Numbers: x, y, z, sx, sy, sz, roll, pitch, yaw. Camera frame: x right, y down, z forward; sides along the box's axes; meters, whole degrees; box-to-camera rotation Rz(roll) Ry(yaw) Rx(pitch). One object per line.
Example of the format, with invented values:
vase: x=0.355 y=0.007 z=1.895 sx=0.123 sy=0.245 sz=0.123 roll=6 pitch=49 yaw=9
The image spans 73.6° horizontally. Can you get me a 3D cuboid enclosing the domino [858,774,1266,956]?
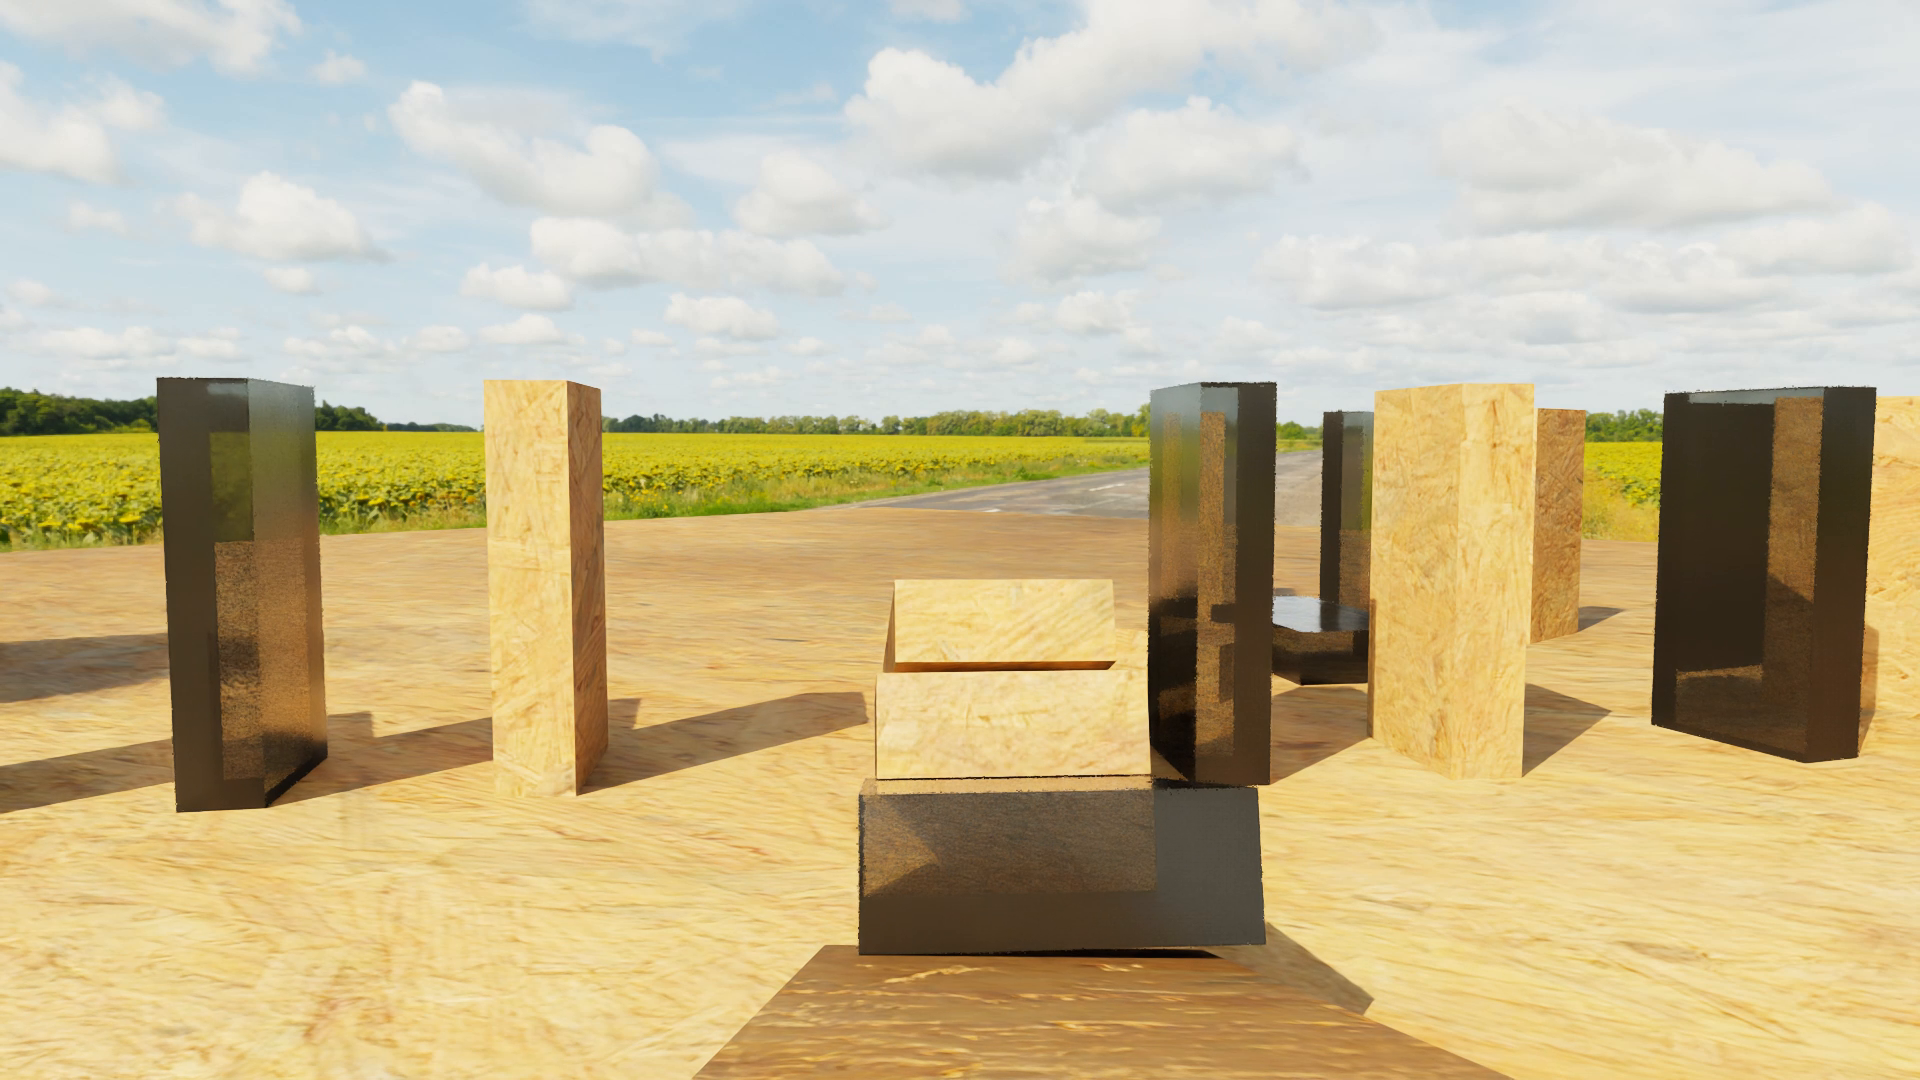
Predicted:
domino: x=0.005 y=0.024 z=0.104 sx=0.025 sy=0.010 sz=0.050 roll=0 pitch=-9 yaw=-4

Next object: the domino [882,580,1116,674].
domino: x=0.003 y=0.016 z=0.169 sx=0.025 sy=0.009 sz=0.050 roll=0 pitch=-17 yaw=-5

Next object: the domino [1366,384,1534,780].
domino: x=0.066 y=0.005 z=0.174 sx=0.010 sy=0.050 sz=0.025 roll=0 pitch=4 yaw=-7

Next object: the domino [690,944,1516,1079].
domino: x=0.004 y=0.026 z=0.059 sx=0.025 sy=0.010 sz=0.050 roll=1 pitch=-13 yaw=-1

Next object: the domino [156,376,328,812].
domino: x=-0.088 y=0.006 z=0.159 sx=0.009 sy=0.050 sz=0.025 roll=-1 pitch=4 yaw=-11

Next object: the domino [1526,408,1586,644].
domino: x=0.127 y=-0.004 z=0.283 sx=0.025 sy=0.050 sz=0.009 roll=-4 pitch=6 yaw=-43

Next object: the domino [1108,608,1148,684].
domino: x=0.030 y=0.019 z=0.245 sx=0.050 sy=0.010 sz=0.025 roll=3 pitch=5 yaw=38

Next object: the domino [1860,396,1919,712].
domino: x=0.150 y=0.002 z=0.208 sx=0.025 sy=0.050 sz=0.010 roll=3 pitch=5 yaw=31

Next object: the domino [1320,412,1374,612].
domino: x=0.096 y=-0.006 z=0.310 sx=0.009 sy=0.050 sz=0.025 roll=3 pitch=5 yaw=34

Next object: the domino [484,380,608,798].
domino: x=-0.053 y=0.005 z=0.165 sx=0.010 sy=0.050 sz=0.025 roll=0 pitch=4 yaw=-7

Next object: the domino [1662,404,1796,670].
domino: x=0.150 y=-0.001 z=0.248 sx=0.025 sy=0.050 sz=0.009 roll=-2 pitch=5 yaw=-22

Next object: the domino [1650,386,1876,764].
domino: x=0.113 y=0.004 z=0.182 sx=0.009 sy=0.050 sz=0.025 roll=-1 pitch=5 yaw=-18

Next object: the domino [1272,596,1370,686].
domino: x=0.068 y=0.019 z=0.252 sx=0.025 sy=0.009 sz=0.050 roll=-1 pitch=4 yaw=-11

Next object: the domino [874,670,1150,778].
domino: x=0.003 y=0.021 z=0.142 sx=0.025 sy=0.010 sz=0.050 roll=0 pitch=-10 yaw=-4

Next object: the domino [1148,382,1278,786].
domino: x=0.033 y=0.005 z=0.170 sx=0.010 sy=0.050 sz=0.025 roll=0 pitch=4 yaw=-6

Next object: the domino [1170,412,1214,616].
domino: x=0.059 y=-0.007 z=0.326 sx=0.009 sy=0.050 sz=0.025 roll=1 pitch=4 yaw=11
